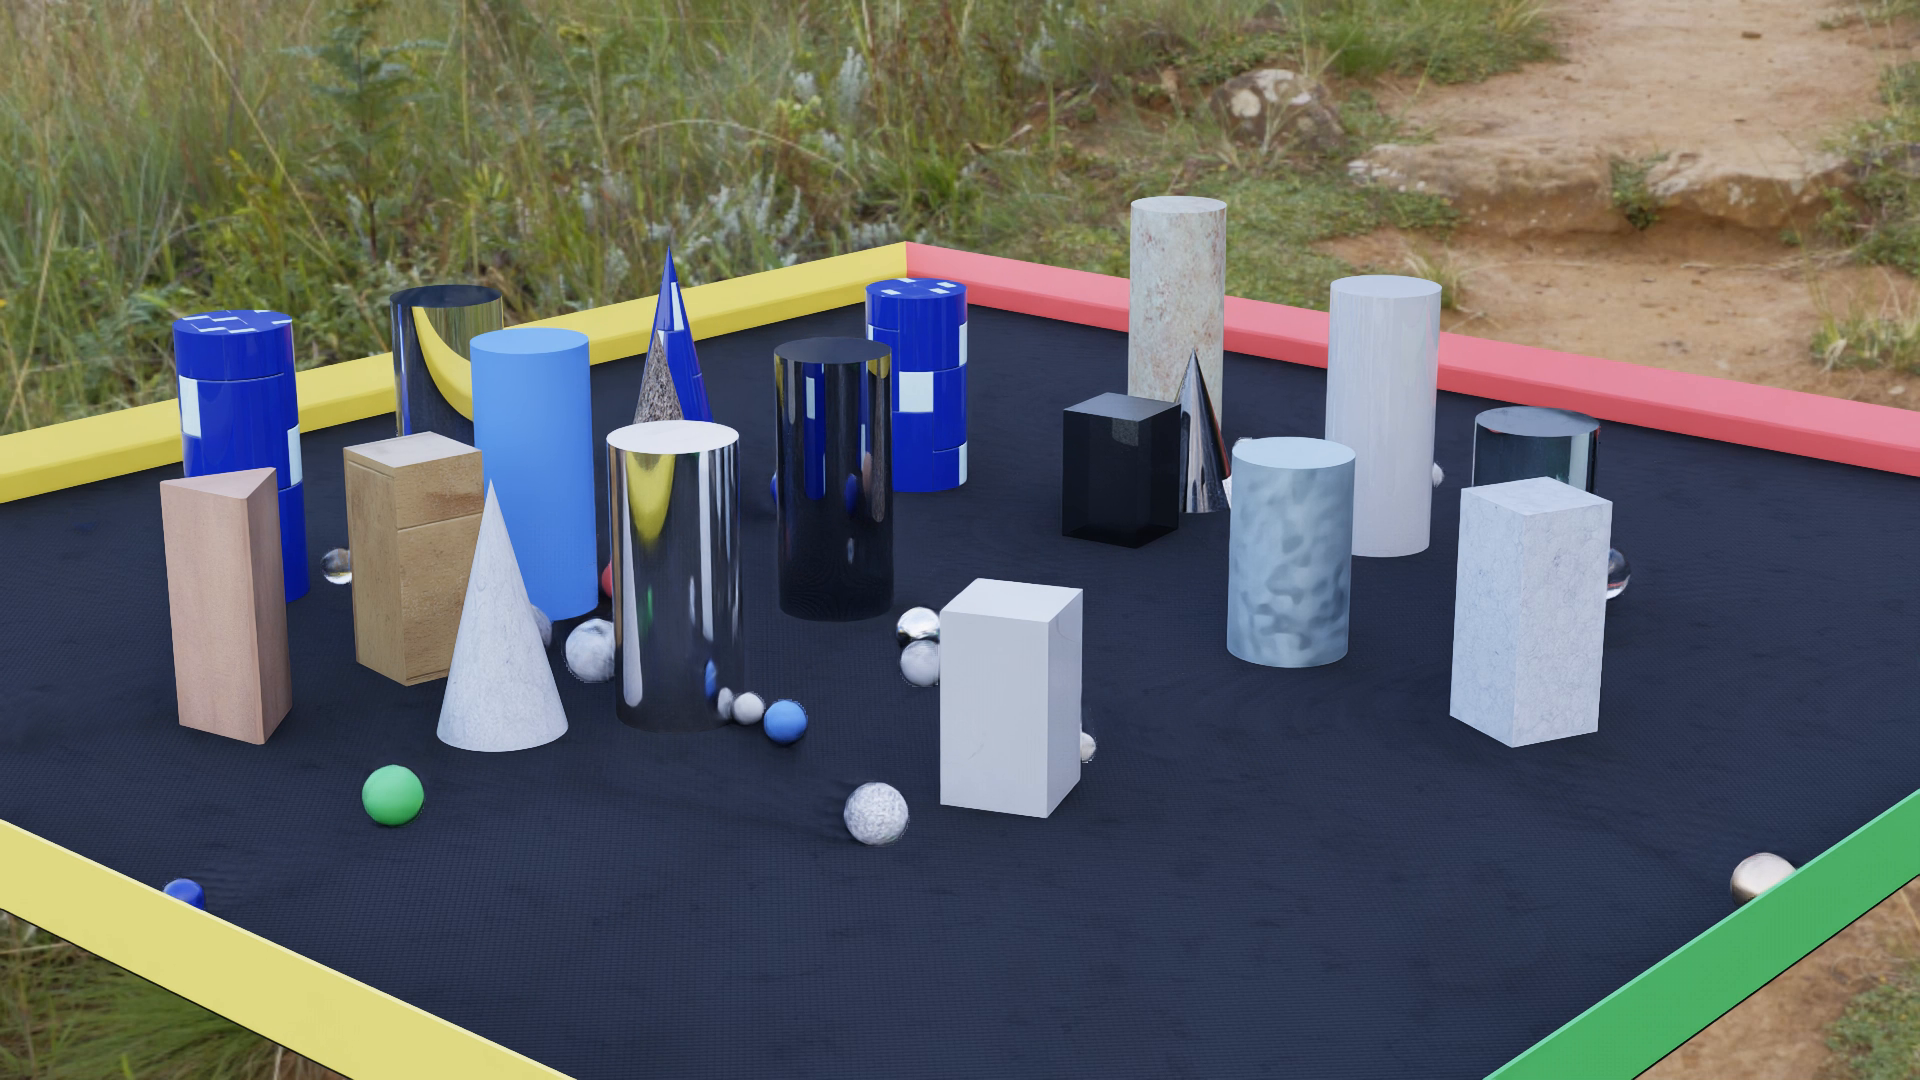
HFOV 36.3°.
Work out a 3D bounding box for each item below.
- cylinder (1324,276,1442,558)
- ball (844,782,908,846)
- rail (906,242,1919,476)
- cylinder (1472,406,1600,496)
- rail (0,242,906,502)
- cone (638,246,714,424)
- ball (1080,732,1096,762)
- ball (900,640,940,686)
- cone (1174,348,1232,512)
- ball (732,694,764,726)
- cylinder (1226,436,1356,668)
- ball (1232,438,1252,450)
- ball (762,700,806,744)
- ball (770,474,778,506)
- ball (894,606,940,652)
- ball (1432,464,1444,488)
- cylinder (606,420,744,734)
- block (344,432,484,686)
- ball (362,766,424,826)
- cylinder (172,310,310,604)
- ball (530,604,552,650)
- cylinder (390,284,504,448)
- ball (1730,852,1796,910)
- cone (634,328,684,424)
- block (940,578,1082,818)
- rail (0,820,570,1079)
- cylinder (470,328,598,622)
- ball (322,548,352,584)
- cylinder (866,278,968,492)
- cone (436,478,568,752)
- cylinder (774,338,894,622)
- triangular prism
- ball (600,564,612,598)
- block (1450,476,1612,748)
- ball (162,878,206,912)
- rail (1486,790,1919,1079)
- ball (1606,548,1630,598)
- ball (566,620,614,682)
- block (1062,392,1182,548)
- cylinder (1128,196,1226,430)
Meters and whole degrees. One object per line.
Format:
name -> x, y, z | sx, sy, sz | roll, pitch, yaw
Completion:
cylinder -> 0.771, -0.229, 5.378 | 0.200, 0.483, 0.200 | 0, 17, 0
ball -> -0.116, 0.378, 4.049 | 0.088, 0.088, 0.088 | 0, 17, 0
rail -> 1.194, -0.364, 6.436 | 3.576, 0.130, 0.045 | 14, 22, 39
cylinder -> 0.941, -0.012, 4.836 | 0.200, 0.380, 0.200 | 0, 17, 0
rail -> -1.332, -0.301, 6.227 | 0.045, 0.130, 3.689 | 14, 22, 39
cone -> -0.581, -0.374, 5.919 | 0.200, 0.451, 0.200 | 0, 17, 0
ball -> 0.180, 0.308, 4.360 | 0.043, 0.043, 0.043 | 0, 17, 0
ball -> -0.058, 0.196, 4.677 | 0.074, 0.074, 0.074 | 0, 17, 0
cone -> 0.450, -0.226, 5.680 | 0.200, 0.305, 0.200 | 0, 17, 0
ball -> -0.326, 0.260, 4.506 | 0.049, 0.049, 0.049 | 0, 17, 0
cylinder -> 0.543, 0.018, 4.814 | 0.200, 0.335, 0.200 | 0, 17, 0
ball -> 0.580, -0.179, 5.949 | 0.058, 0.058, 0.058 | 0, 17, 0
ball -> -0.265, 0.276, 4.428 | 0.065, 0.065, 0.065 | 0, 17, 0
ball -> -0.321, -0.098, 5.631 | 0.088, 0.088, 0.088 | 0, 17, 0
ball -> -0.065, 0.152, 4.805 | 0.085, 0.085, 0.085 | 0, 17, 0
ball -> 0.930, -0.128, 5.797 | 0.049, 0.049, 0.049 | 0, 17, 0
cylinder -> -0.435, 0.055, 4.507 | 0.200, 0.442, 0.200 | 0, 17, 0
block -> -0.875, 0.028, 4.736 | 0.160, 0.362, 0.160 | -14, 22, -38
ball -> -0.796, 0.359, 4.117 | 0.085, 0.085, 0.085 | 0, 17, 0
cylinder -> -1.245, -0.141, 5.086 | 0.200, 0.484, 0.200 | 0, 17, 0
ball -> -0.714, 0.152, 4.782 | 0.098, 0.098, 0.098 | 0, 17, 0
cylinder -> -0.923, -0.211, 5.333 | 0.200, 0.475, 0.200 | 0, 17, 0
ball -> 1.045, 0.451, 3.803 | 0.090, 0.090, 0.090 | 0, 17, 0
cone -> -0.566, -0.218, 5.523 | 0.200, 0.380, 0.200 | 0, 17, 0
block -> 0.074, 0.224, 4.204 | 0.160, 0.292, 0.160 | 6, 18, 19
rail -> -1.194, 0.429, 3.803 | 3.576, 0.130, 0.045 | 14, 22, 39
cylinder -> -0.727, -0.113, 5.020 | 0.200, 0.468, 0.200 | 0, 17, 0
ball -> -1.098, 0.047, 5.191 | 0.063, 0.063, 0.063 | 0, 17, 0
cylinder -> -0.086, -0.308, 5.806 | 0.200, 0.388, 0.200 | 0, 17, 0
cone -> -0.701, 0.098, 4.440 | 0.200, 0.398, 0.200 | 0, 17, 0
cylinder -> -0.215, -0.105, 5.021 | 0.200, 0.451, 0.200 | 0, 17, 0
triangular prism -> -1.089, 0.092, 4.479 | 0.173, 0.386, 0.150 | 10, 20, 30
ball -> -0.588, 0.070, 5.098 | 0.073, 0.073, 0.073 | 0, 17, 0
block -> 0.868, 0.107, 4.467 | 0.160, 0.365, 0.160 | -8, 19, -25
ball -> -1.009, 0.468, 3.804 | 0.057, 0.057, 0.057 | 0, 17, 0
rail -> 1.332, 0.366, 4.012 | 0.045, 0.130, 3.689 | 14, 22, 39
ball -> 1.120, 0.057, 5.107 | 0.093, 0.093, 0.093 | 0, 17, 0
ball -> -0.582, 0.177, 4.696 | 0.100, 0.100, 0.100 | 0, 17, 0
block -> 0.301, -0.131, 5.471 | 0.160, 0.242, 0.160 | 11, 20, 32
cylinder -> 0.455, -0.467, 6.167 | 0.200, 0.483, 0.200 | 0, 17, 0
